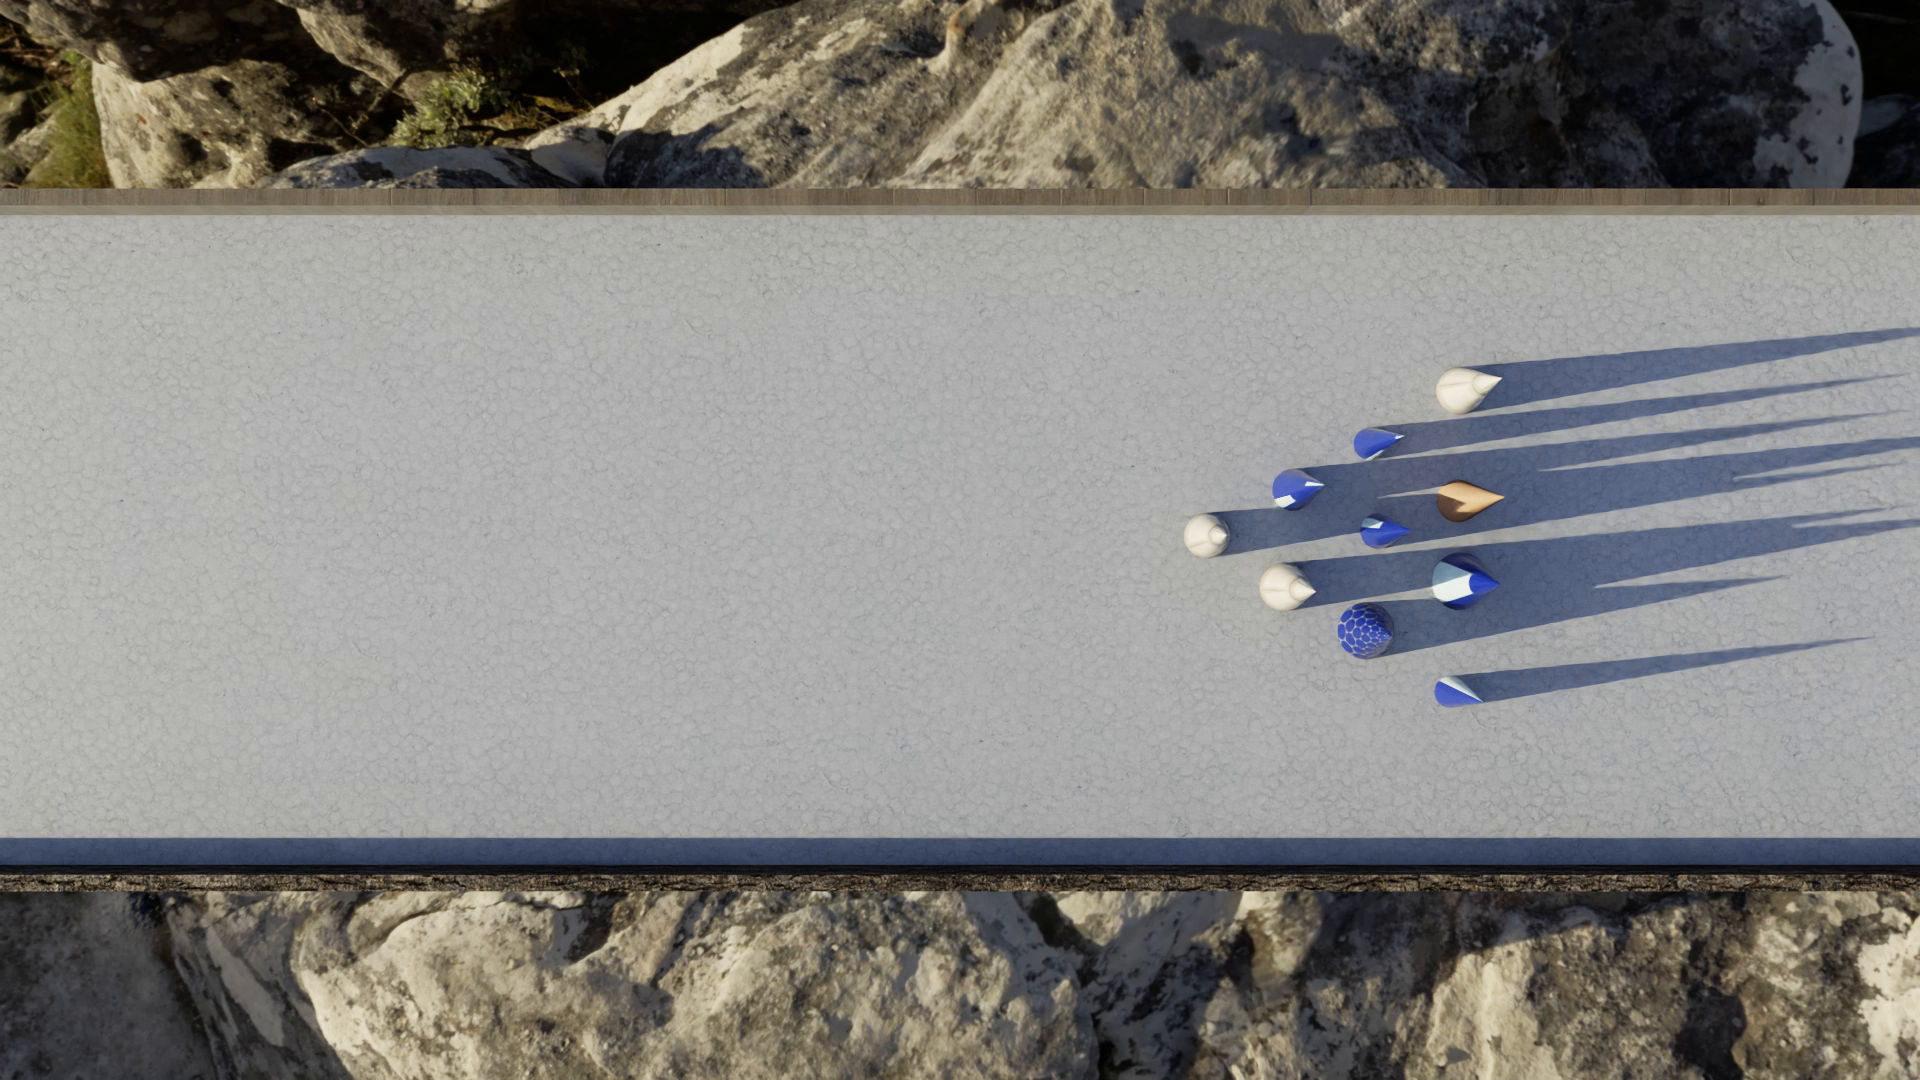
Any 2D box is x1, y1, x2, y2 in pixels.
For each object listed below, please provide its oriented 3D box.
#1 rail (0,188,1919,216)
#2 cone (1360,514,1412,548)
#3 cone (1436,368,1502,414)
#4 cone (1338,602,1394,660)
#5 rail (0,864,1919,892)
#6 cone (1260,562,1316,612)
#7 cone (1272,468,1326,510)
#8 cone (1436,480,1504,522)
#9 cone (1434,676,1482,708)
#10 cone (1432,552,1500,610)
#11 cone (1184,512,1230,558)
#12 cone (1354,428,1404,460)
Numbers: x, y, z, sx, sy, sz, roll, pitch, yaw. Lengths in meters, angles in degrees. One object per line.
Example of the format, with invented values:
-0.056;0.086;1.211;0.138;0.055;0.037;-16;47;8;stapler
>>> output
-2.247;-1.025;5.002;12.000;0.150;0.050;0;90;0;rail
1.286;-0.027;4.883;0.109;0.388;0.109;0;90;0;cone
1.539;-0.459;4.878;0.146;0.397;0.146;0;90;0;cone
1.250;0.280;4.923;0.177;0.307;0.177;0;90;0;cone
-2.247;1.025;5.001;12.000;0.150;0.050;0;90;0;rail
0.997;0.145;4.849;0.151;0.455;0.151;0;90;0;cone
1.026;-0.155;4.855;0.129;0.444;0.129;0;90;0;cone
1.533;-0.120;4.856;0.132;0.441;0.132;0;90;0;cone
1.510;0.468;4.915;0.101;0.323;0.101;0;90;0;cone
1.541;0.127;4.890;0.179;0.373;0.179;0;90;0;cone
0.760;-0.013;4.889;0.141;0.376;0.141;0;90;0;cone
1.263;-0.296;4.879;0.102;0.396;0.102;0;90;0;cone
